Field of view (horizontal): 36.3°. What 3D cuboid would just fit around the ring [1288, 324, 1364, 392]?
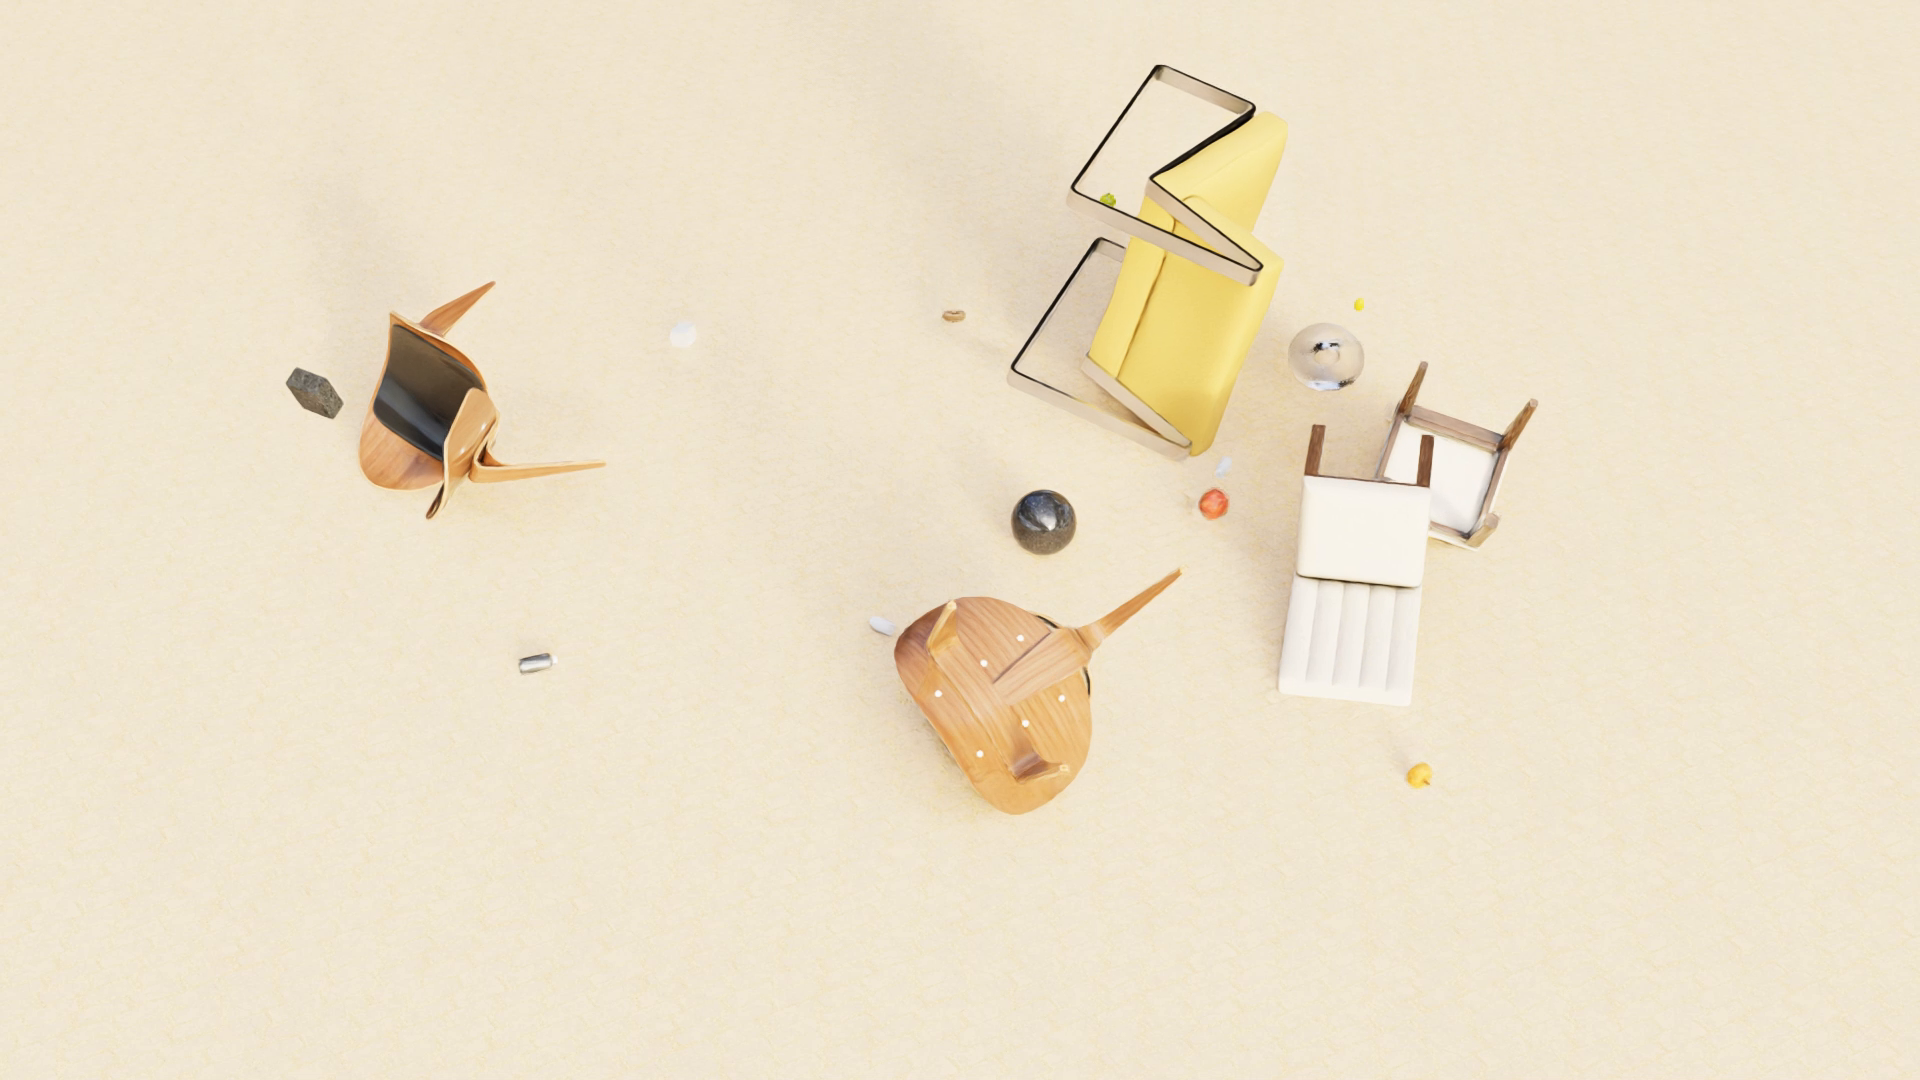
[{"bbox_3d":[1.475,-0.736,11.809,0.314,0.280,0.145,18,28,-12],"label":"ring"}]

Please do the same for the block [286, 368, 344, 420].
[{"bbox_3d":[-2.408,-0.547,10.944,0.144,0.178,0.077,20,67,21],"label":"block"}]

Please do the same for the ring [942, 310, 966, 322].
[{"bbox_3d":[-0.024,-0.943,12.343,0.101,0.036,0.053,-3,33,-5],"label":"ring"}]

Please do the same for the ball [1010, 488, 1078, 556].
[{"bbox_3d":[0.309,-0.065,10.818,0.248,0.248,0.248,0,33,0],"label":"ball"}]

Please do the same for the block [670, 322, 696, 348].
[{"bbox_3d":[-1.148,-0.850,12.165,0.075,0.066,0.084,5,35,20],"label":"block"}]
